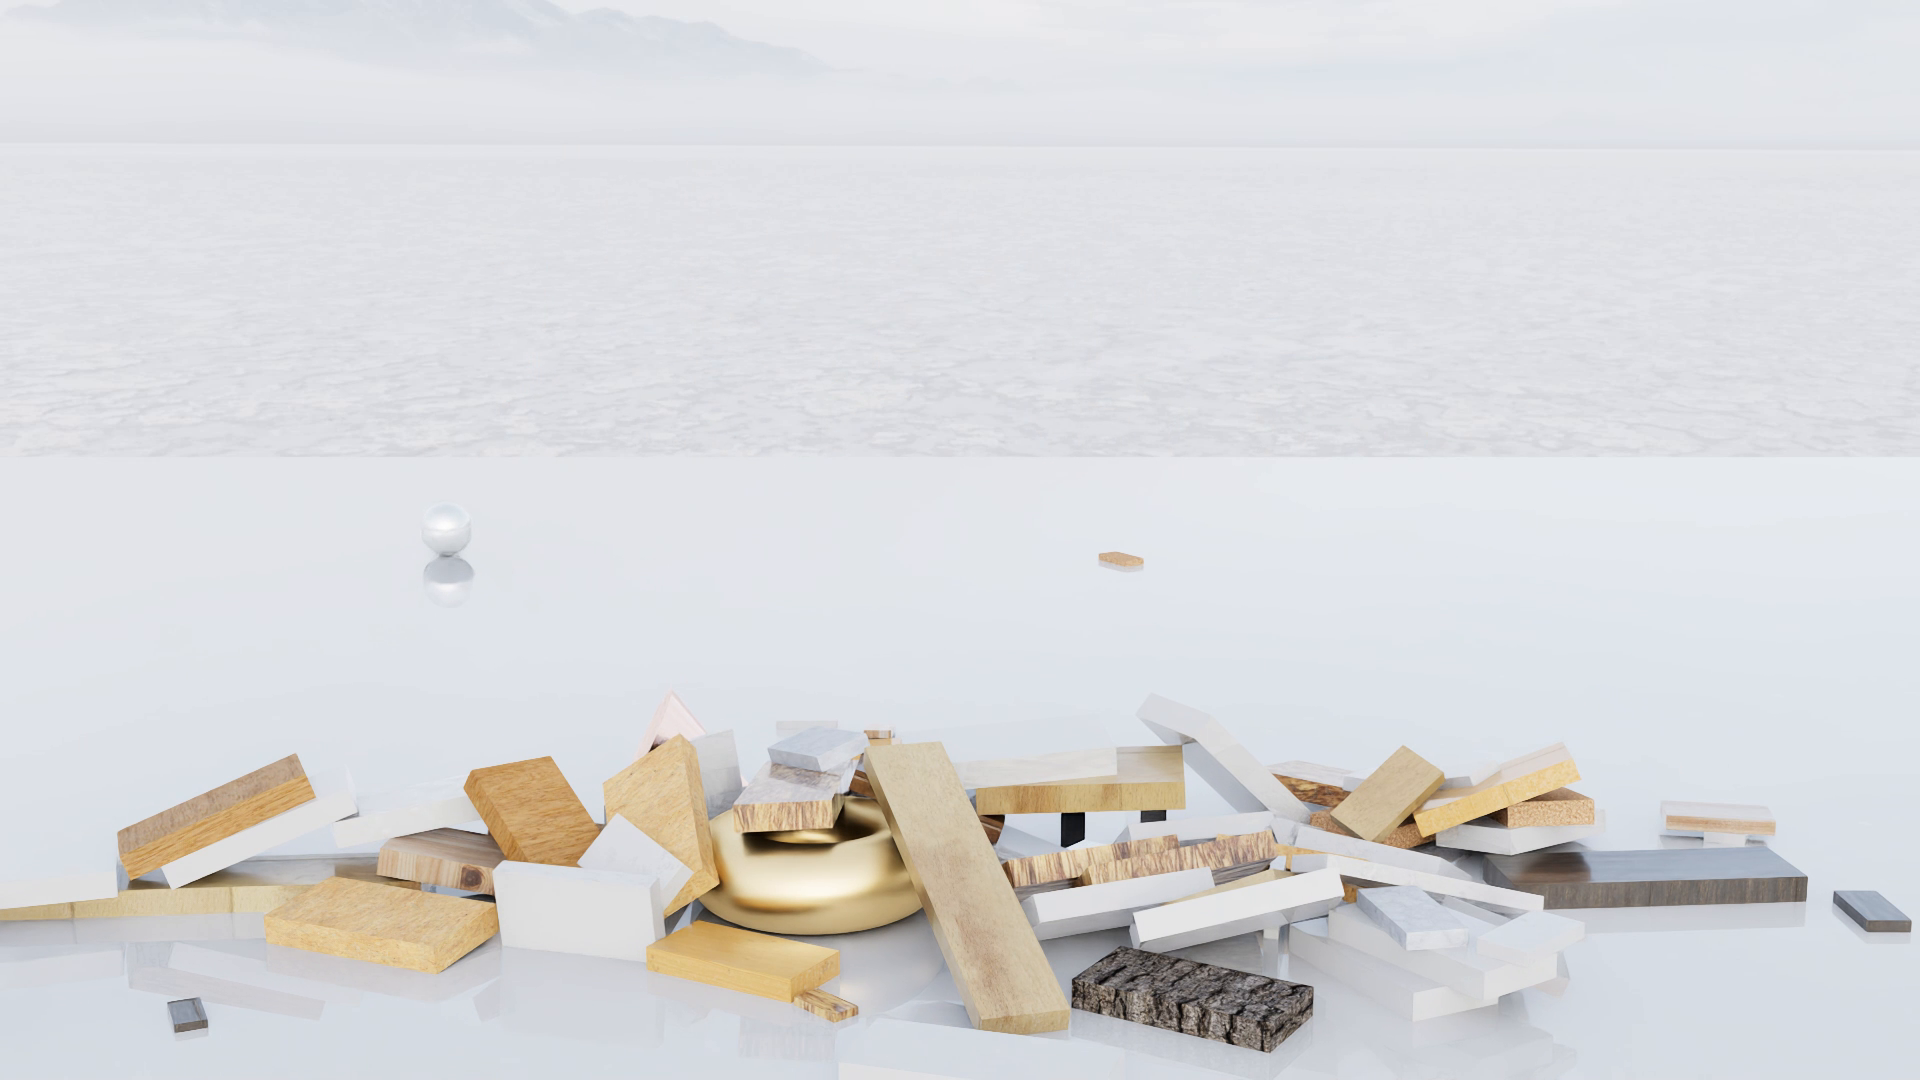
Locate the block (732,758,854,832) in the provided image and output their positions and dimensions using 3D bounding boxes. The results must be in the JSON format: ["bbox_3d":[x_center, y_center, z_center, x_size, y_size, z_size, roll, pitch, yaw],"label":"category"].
[{"bbox_3d":[-0.274,0.425,3.713,0.155,0.044,0.524,-3,2,1],"label":"block"}]

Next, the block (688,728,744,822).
[{"bbox_3d":[-0.431,0.445,3.887,0.029,0.204,0.102,-7,3,41],"label":"block"}]

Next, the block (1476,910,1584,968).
[{"bbox_3d":[0.829,0.578,3.193,0.082,0.023,0.165,10,14,43],"label":"block"}]

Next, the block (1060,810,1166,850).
[{"bbox_3d":[0.272,0.481,3.889,0.135,0.135,0.135,8,13,36],"label":"block"}]

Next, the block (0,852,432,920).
[{"bbox_3d":[-1.226,0.571,3.647,0.677,0.044,0.157,-1,11,-5],"label":"block"}]

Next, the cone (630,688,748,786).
[{"bbox_3d":[-0.481,0.445,4.137,0.253,0.253,0.253,25,7,-10],"label":"cone"}]

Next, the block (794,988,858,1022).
[{"bbox_3d":[-0.194,0.674,3.183,0.045,0.013,0.091,-10,14,-42],"label":"block"}]

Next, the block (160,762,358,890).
[{"bbox_3d":[-1.162,0.473,3.655,0.313,0.044,0.157,-23,16,-12],"label":"block"}]

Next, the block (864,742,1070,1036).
[{"bbox_3d":[-0.003,0.518,3.375,0.131,0.037,0.689,-3,29,-16],"label":"block"}]

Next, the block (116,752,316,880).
[{"bbox_3d":[-1.230,0.454,3.636,0.311,0.044,0.155,-24,16,-17],"label":"block"}]

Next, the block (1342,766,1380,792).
[{"bbox_3d":[0.772,0.428,3.928,0.093,0.026,0.186,6,7,39],"label":"block"}]

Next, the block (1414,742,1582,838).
[{"bbox_3d":[0.920,0.429,3.792,0.282,0.040,0.141,-22,3,10],"label":"block"}]

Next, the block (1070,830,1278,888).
[{"bbox_3d":[0.342,0.535,3.540,0.308,0.044,0.154,-9,-20,-13],"label":"block"}]

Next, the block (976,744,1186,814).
[{"bbox_3d":[0.209,0.411,3.780,0.351,0.050,0.175,-2,15,5],"label":"block"}]

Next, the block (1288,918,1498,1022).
[{"bbox_3d":[0.648,0.635,3.306,0.154,0.044,0.309,-5,12,-26],"label":"block"}]

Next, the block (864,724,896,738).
[{"bbox_3d":[-0.168,0.399,4.598,0.057,0.016,0.126,0,1,2],"label":"block"}]

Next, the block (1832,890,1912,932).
[{"bbox_3d":[1.475,0.600,3.559,0.070,0.020,0.140,0,11,0],"label":"block"}]

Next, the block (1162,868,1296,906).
[{"bbox_3d":[0.418,0.551,3.396,0.191,0.027,0.095,-23,-22,24],"label":"block"}]

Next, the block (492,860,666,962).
[{"bbox_3d":[-0.586,0.573,3.390,0.263,0.131,0.037,3,21,16],"label":"block"}]

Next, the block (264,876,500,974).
[{"bbox_3d":[-0.906,0.601,3.447,0.325,0.046,0.162,5,16,24],"label":"block"}]

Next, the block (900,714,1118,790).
[{"bbox_3d":[0.080,0.366,3.783,0.351,0.050,0.175,-5,15,-6],"label":"block"}]

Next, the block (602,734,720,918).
[{"bbox_3d":[-0.490,0.474,3.577,0.162,0.046,0.328,-33,36,10],"label":"block"}]

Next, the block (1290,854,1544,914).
[{"bbox_3d":[0.721,0.541,3.454,0.418,0.027,0.095,14,-14,-24],"label":"block"}]

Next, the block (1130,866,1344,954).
[{"bbox_3d":[0.415,0.564,3.322,0.311,0.044,0.155,-13,-20,-2],"label":"block"}]

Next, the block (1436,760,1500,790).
[{"bbox_3d":[0.872,0.413,3.855,0.070,0.020,0.140,-24,3,-31],"label":"block"}]

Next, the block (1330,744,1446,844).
[{"bbox_3d":[0.738,0.444,3.794,0.186,0.026,0.093,-40,48,-16],"label":"block"}]

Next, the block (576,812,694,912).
[{"bbox_3d":[-0.515,0.518,3.478,0.204,0.102,0.029,26,-17,47],"label":"block"}]

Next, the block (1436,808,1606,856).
[{"bbox_3d":[0.991,0.506,3.878,0.302,0.043,0.151,-3,2,-43],"label":"block"}]

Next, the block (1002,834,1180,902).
[{"bbox_3d":[0.192,0.543,3.596,0.308,0.044,0.154,-5,-20,-25],"label":"block"}]

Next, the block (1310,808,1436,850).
[{"bbox_3d":[0.773,0.505,3.941,0.151,0.043,0.301,10,9,41],"label":"block"}]

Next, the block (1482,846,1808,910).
[{"bbox_3d":[1.143,0.566,3.681,0.497,0.044,0.154,-1,11,-5],"label":"block"}]

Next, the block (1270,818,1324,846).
[{"bbox_3d":[0.589,0.514,3.779,0.015,0.054,0.172,-34,-31,26],"label":"block"}]

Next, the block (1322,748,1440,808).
[{"bbox_3d":[0.778,0.461,4.255,0.282,0.040,0.141,-8,13,-36],"label":"block"}]

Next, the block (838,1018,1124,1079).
[{"bbox_3d":[0.030,0.706,2.925,0.351,0.044,0.155,3,11,17],"label":"block"}]
